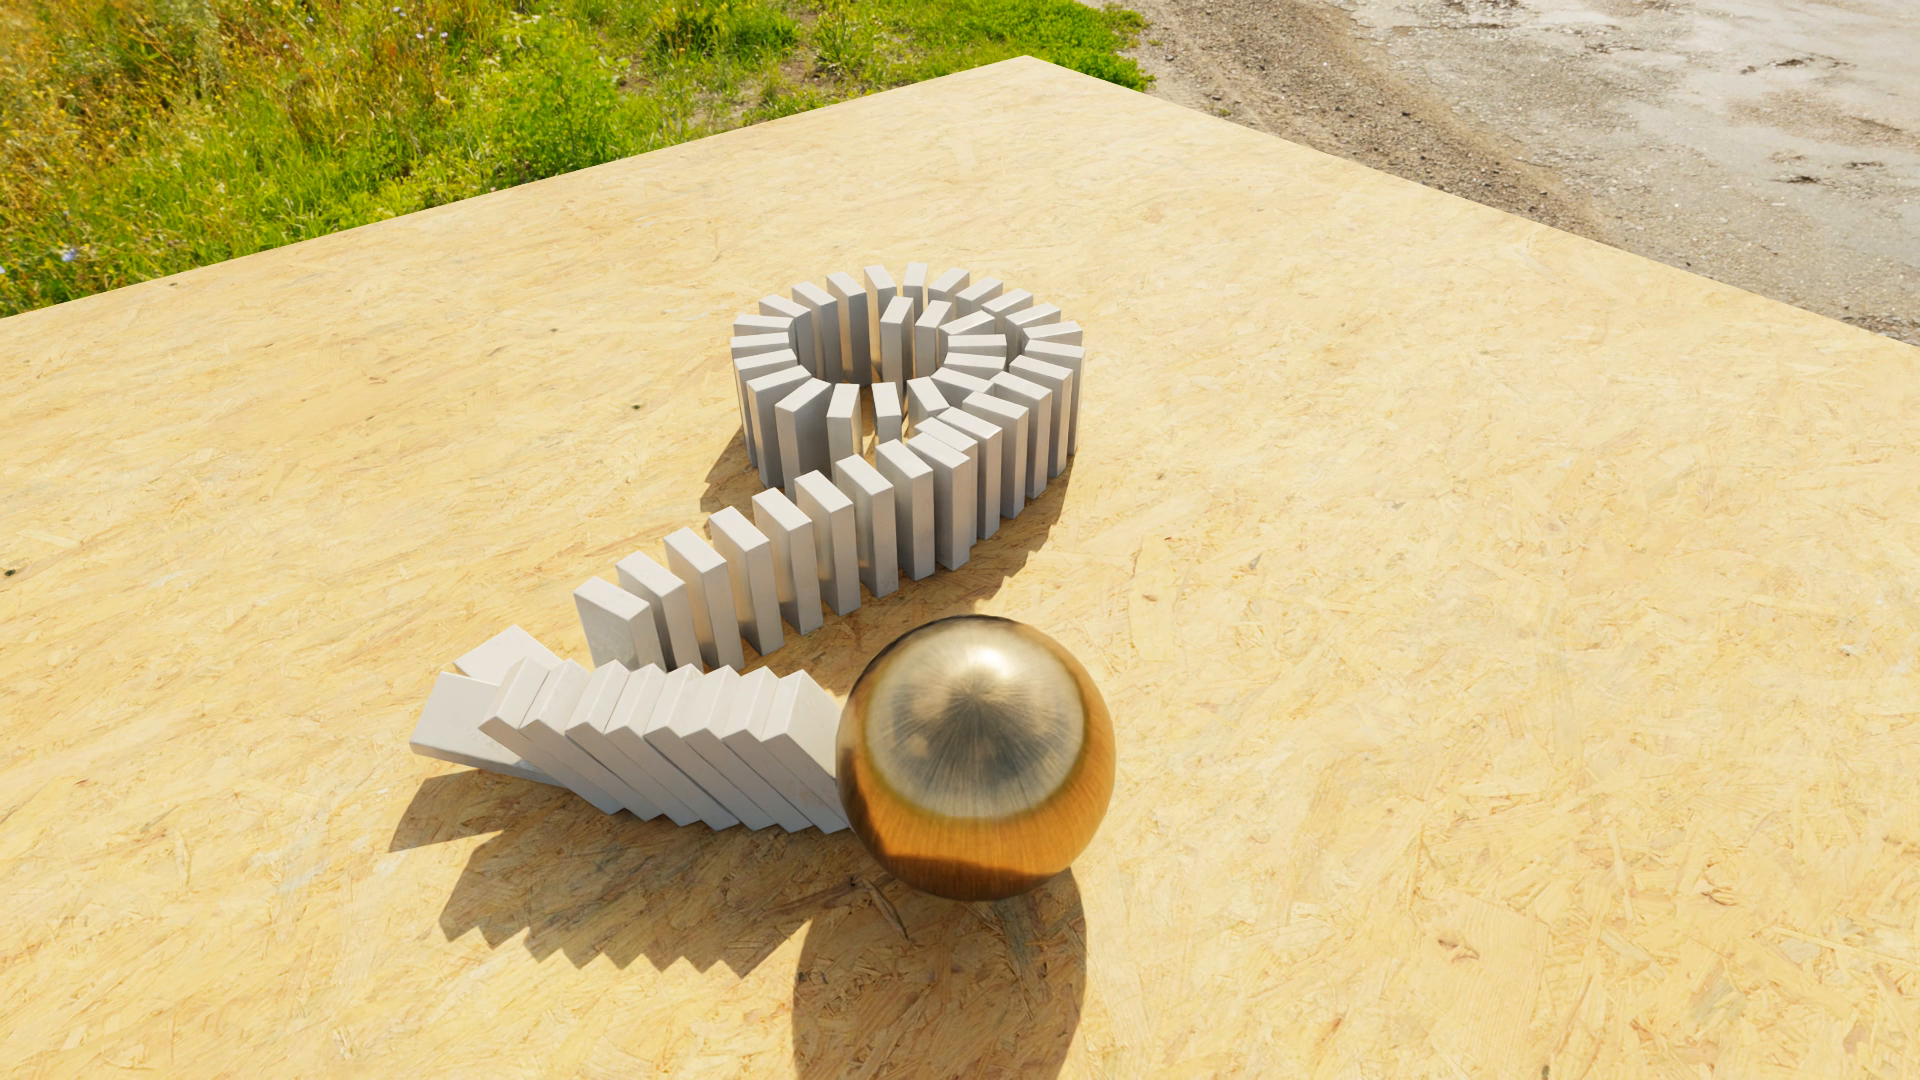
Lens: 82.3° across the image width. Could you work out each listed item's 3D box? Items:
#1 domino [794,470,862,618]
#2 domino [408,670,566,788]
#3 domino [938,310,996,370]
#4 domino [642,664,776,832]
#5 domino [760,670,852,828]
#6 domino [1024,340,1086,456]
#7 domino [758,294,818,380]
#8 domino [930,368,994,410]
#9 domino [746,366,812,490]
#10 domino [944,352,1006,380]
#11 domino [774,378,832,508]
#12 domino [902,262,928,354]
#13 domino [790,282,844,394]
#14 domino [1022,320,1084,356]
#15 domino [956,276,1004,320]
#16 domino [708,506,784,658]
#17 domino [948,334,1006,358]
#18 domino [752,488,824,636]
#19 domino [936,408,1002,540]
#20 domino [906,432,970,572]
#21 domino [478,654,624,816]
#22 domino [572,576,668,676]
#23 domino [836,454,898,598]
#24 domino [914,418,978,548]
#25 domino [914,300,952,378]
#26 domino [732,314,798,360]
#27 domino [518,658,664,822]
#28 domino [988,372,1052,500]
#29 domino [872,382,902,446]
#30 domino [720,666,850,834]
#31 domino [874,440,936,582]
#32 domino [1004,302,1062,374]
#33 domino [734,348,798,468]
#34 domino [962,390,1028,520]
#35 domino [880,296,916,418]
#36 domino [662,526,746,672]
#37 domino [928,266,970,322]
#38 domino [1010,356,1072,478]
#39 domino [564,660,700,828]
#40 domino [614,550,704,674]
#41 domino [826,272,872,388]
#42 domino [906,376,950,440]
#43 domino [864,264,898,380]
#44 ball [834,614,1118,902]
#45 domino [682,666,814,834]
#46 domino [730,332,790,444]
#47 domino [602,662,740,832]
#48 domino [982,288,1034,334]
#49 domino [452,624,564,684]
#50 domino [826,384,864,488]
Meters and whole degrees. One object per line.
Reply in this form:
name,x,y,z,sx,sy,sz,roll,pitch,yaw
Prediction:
domino,-0.049,0.002,0.409,0.009,0.050,0.025,-25,46,-27
domino,-0.145,0.061,0.352,0.050,0.009,0.025,15,55,-9
domino,0.003,-0.078,0.506,0.025,0.050,0.010,-28,47,-29
domino,-0.073,0.064,0.336,0.009,0.050,0.025,-24,33,24
domino,-0.039,0.065,0.334,0.009,0.050,0.025,-24,32,24
domino,0.041,-0.063,0.488,0.025,0.050,0.010,11,41,13
domino,-0.080,-0.088,0.519,0.025,0.050,0.010,28,47,30
domino,0.001,-0.047,0.468,0.025,0.050,0.009,20,43,22
domino,-0.075,-0.047,0.469,0.025,0.050,0.009,-22,44,-24
domino,0.006,-0.056,0.480,0.025,0.050,0.009,6,40,8
domino,-0.063,-0.039,0.460,0.009,0.050,0.025,21,44,24
domino,-0.021,-0.108,0.544,0.009,0.050,0.025,3,39,3
domino,-0.068,-0.096,0.528,0.010,0.050,0.025,-27,47,-29
domino,0.041,-0.074,0.501,0.025,0.050,0.009,-11,41,-14
domino,0.009,-0.099,0.532,0.009,0.050,0.025,26,46,28
domino,-0.076,0.015,0.393,0.009,0.050,0.025,-28,47,-30
domino,0.007,-0.067,0.494,0.025,0.050,0.010,-2,39,-2
domino,-0.063,0.008,0.401,0.009,0.050,0.025,-27,46,-29
domino,0.004,-0.026,0.444,0.025,0.050,0.009,27,46,29
domino,-0.008,-0.015,0.429,0.025,0.050,0.009,32,49,33
domino,-0.121,0.061,0.341,0.009,0.050,0.025,-30,31,28
domino,-0.111,0.038,0.365,0.025,0.050,0.009,22,44,24
domino,-0.035,-0.005,0.417,0.010,0.050,0.025,-25,45,-27
domino,-0.005,-0.021,0.437,0.025,0.050,0.010,31,49,32
domino,-0.012,-0.083,0.513,0.009,0.050,0.025,11,41,13
domino,-0.088,-0.079,0.507,0.025,0.050,0.010,6,40,7
domino,-0.109,0.062,0.340,0.009,0.050,0.025,-29,30,27
domino,0.025,-0.044,0.465,0.025,0.050,0.009,26,46,28
domino,-0.030,-0.037,0.457,0.009,0.050,0.025,-5,40,-7
domino,-0.050,0.064,0.335,0.010,0.050,0.025,-24,32,24
domino,-0.021,-0.011,0.425,0.009,0.050,0.025,-24,45,-27
domino,0.033,-0.083,0.513,0.025,0.050,0.009,-24,45,-26
domino,-0.082,-0.057,0.481,0.025,0.050,0.009,-14,41,-16
domino,0.014,-0.034,0.454,0.025,0.050,0.009,21,44,24
domino,-0.029,-0.085,0.516,0.010,0.050,0.025,7,40,9
domino,-0.089,0.022,0.384,0.010,0.050,0.025,-30,48,-31
domino,-0.005,-0.105,0.540,0.010,0.050,0.025,19,43,21
domino,0.034,-0.053,0.476,0.025,0.050,0.010,20,43,23
domino,-0.096,0.063,0.337,0.009,0.050,0.025,-25,32,25
domino,-0.101,0.030,0.375,0.025,0.050,0.010,29,47,31
domino,-0.054,-0.102,0.536,0.009,0.050,0.025,-20,44,-23
domino,-0.013,-0.040,0.460,0.009,0.050,0.025,-14,41,-16
domino,-0.038,-0.107,0.542,0.009,0.050,0.025,-12,41,-15
ball,0.004,0.061,0.313,0.080,0.080,0.080,0,39,0
domino,-0.061,0.064,0.335,0.009,0.050,0.025,-24,32,24
domino,-0.087,-0.068,0.494,0.025,0.050,0.010,-7,40,-8
domino,-0.084,0.064,0.336,0.009,0.050,0.025,-24,32,24
domino,0.022,-0.092,0.523,0.025,0.050,0.010,-32,49,-33
domino,-0.150,0.050,0.382,0.050,0.010,0.025,28,47,29
domino,-0.047,-0.037,0.456,0.009,0.050,0.025,2,39,3
